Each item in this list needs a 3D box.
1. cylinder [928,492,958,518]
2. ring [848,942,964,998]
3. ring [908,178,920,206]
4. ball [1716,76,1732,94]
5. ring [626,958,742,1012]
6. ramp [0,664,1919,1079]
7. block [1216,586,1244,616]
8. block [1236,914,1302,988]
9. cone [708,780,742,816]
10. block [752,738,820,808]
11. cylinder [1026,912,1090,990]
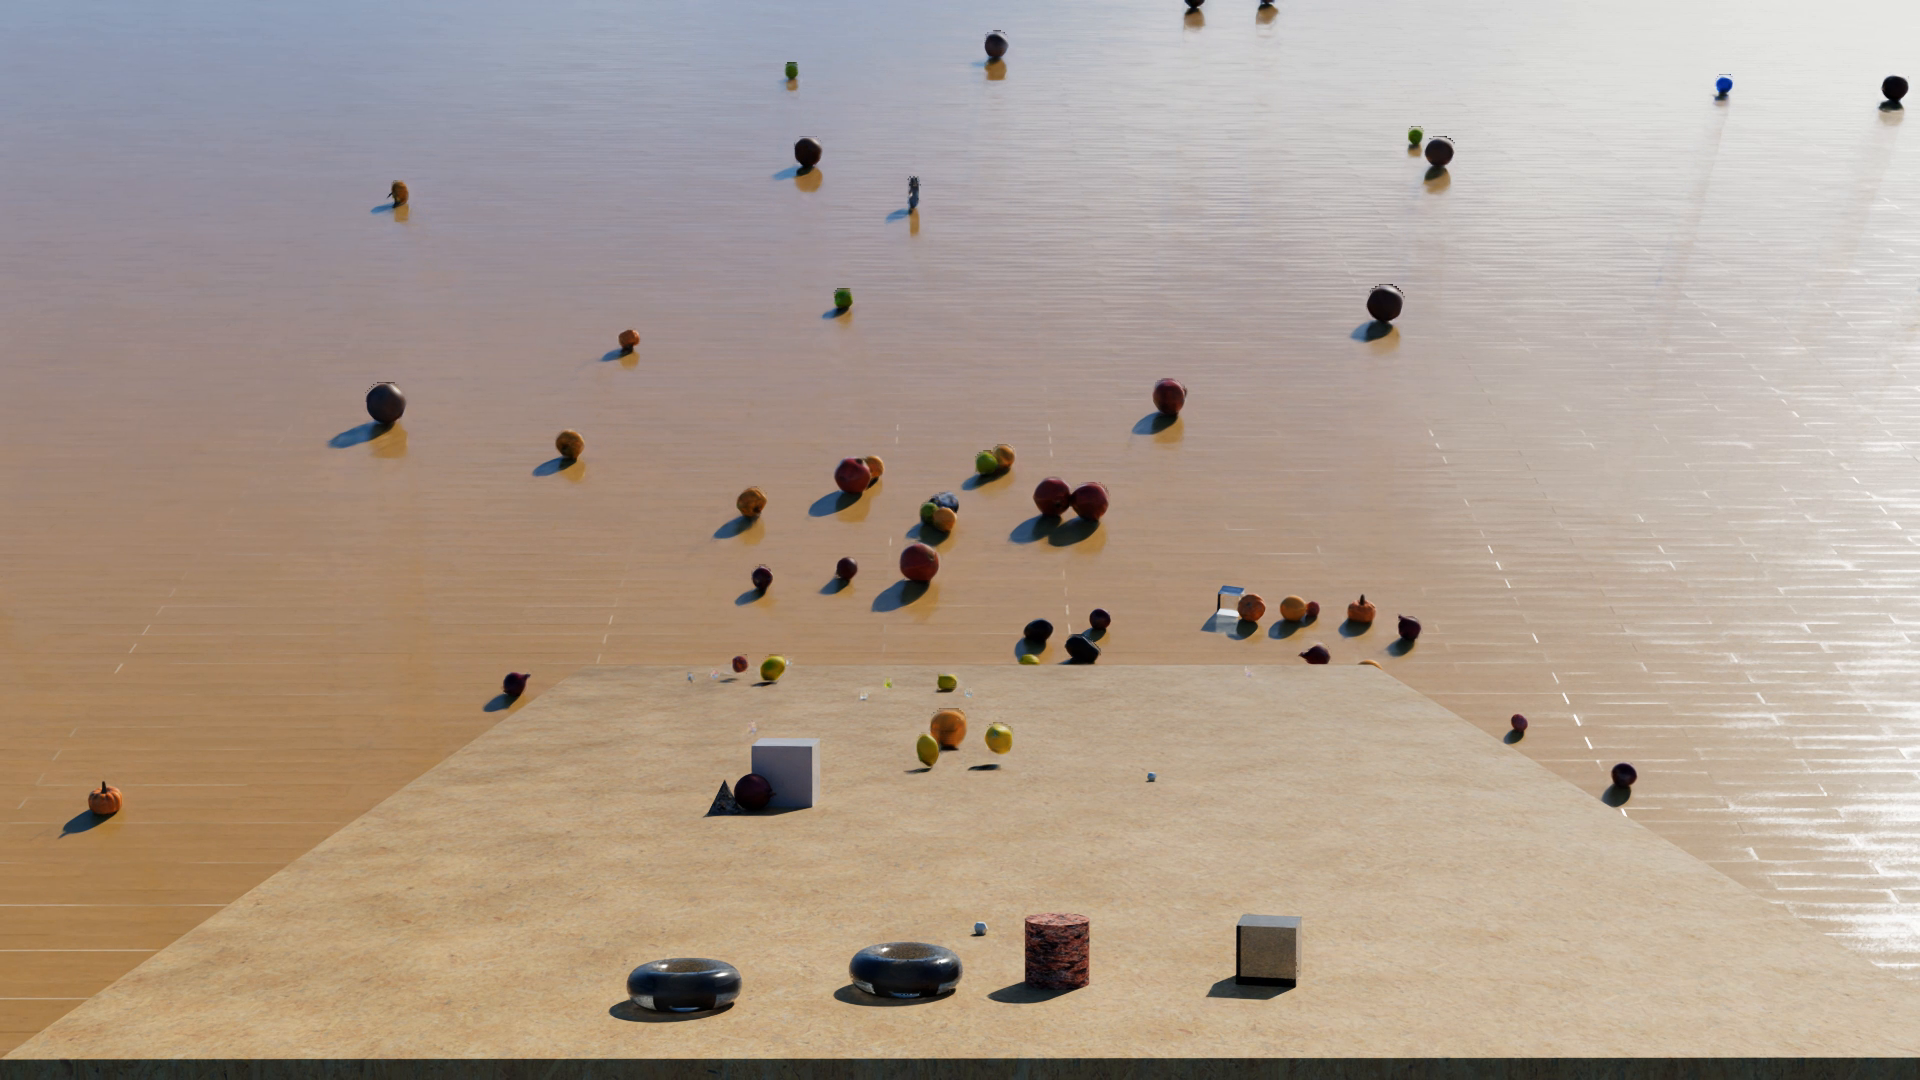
[{"bbox_3d":[-0.050,-0.103,7.727,0.065,0.065,0.065,-18,28,-37],"label":"cylinder"},{"bbox_3d":[-0.060,0.475,2.841,0.127,0.042,0.127,1,4,0],"label":"ring"},{"bbox_3d":[-0.200,-1.494,11.064,0.040,0.121,0.121,2,22,-9],"label":"ring"},{"bbox_3d":[3.916,-2.332,13.179,0.085,0.085,0.085,0,22,0],"label":"ball"},{"bbox_3d":[-0.297,0.479,2.770,0.125,0.042,0.125,0,2,0],"label":"ring"},{"bbox_3d":[0.051,0.464,4.534,2.000,0.100,4.000,0,3,0],"label":"ramp"},{"bbox_3d":[0.744,0.167,7.068,0.061,0.061,0.061,8,23,19],"label":"block"},{"bbox_3d":[0.347,0.460,2.883,0.066,0.066,0.066,1,3,13],"label":"block"},{"bbox_3d":[-0.375,0.408,4.101,0.054,0.054,0.054,0,3,0],"label":"cone"},{"bbox_3d":[-0.284,0.380,4.208,0.099,0.099,0.099,0,3,4],"label":"block"},{"bbox_3d":[0.108,0.458,2.868,0.072,0.072,0.072,0,3,0],"label":"cylinder"}]
